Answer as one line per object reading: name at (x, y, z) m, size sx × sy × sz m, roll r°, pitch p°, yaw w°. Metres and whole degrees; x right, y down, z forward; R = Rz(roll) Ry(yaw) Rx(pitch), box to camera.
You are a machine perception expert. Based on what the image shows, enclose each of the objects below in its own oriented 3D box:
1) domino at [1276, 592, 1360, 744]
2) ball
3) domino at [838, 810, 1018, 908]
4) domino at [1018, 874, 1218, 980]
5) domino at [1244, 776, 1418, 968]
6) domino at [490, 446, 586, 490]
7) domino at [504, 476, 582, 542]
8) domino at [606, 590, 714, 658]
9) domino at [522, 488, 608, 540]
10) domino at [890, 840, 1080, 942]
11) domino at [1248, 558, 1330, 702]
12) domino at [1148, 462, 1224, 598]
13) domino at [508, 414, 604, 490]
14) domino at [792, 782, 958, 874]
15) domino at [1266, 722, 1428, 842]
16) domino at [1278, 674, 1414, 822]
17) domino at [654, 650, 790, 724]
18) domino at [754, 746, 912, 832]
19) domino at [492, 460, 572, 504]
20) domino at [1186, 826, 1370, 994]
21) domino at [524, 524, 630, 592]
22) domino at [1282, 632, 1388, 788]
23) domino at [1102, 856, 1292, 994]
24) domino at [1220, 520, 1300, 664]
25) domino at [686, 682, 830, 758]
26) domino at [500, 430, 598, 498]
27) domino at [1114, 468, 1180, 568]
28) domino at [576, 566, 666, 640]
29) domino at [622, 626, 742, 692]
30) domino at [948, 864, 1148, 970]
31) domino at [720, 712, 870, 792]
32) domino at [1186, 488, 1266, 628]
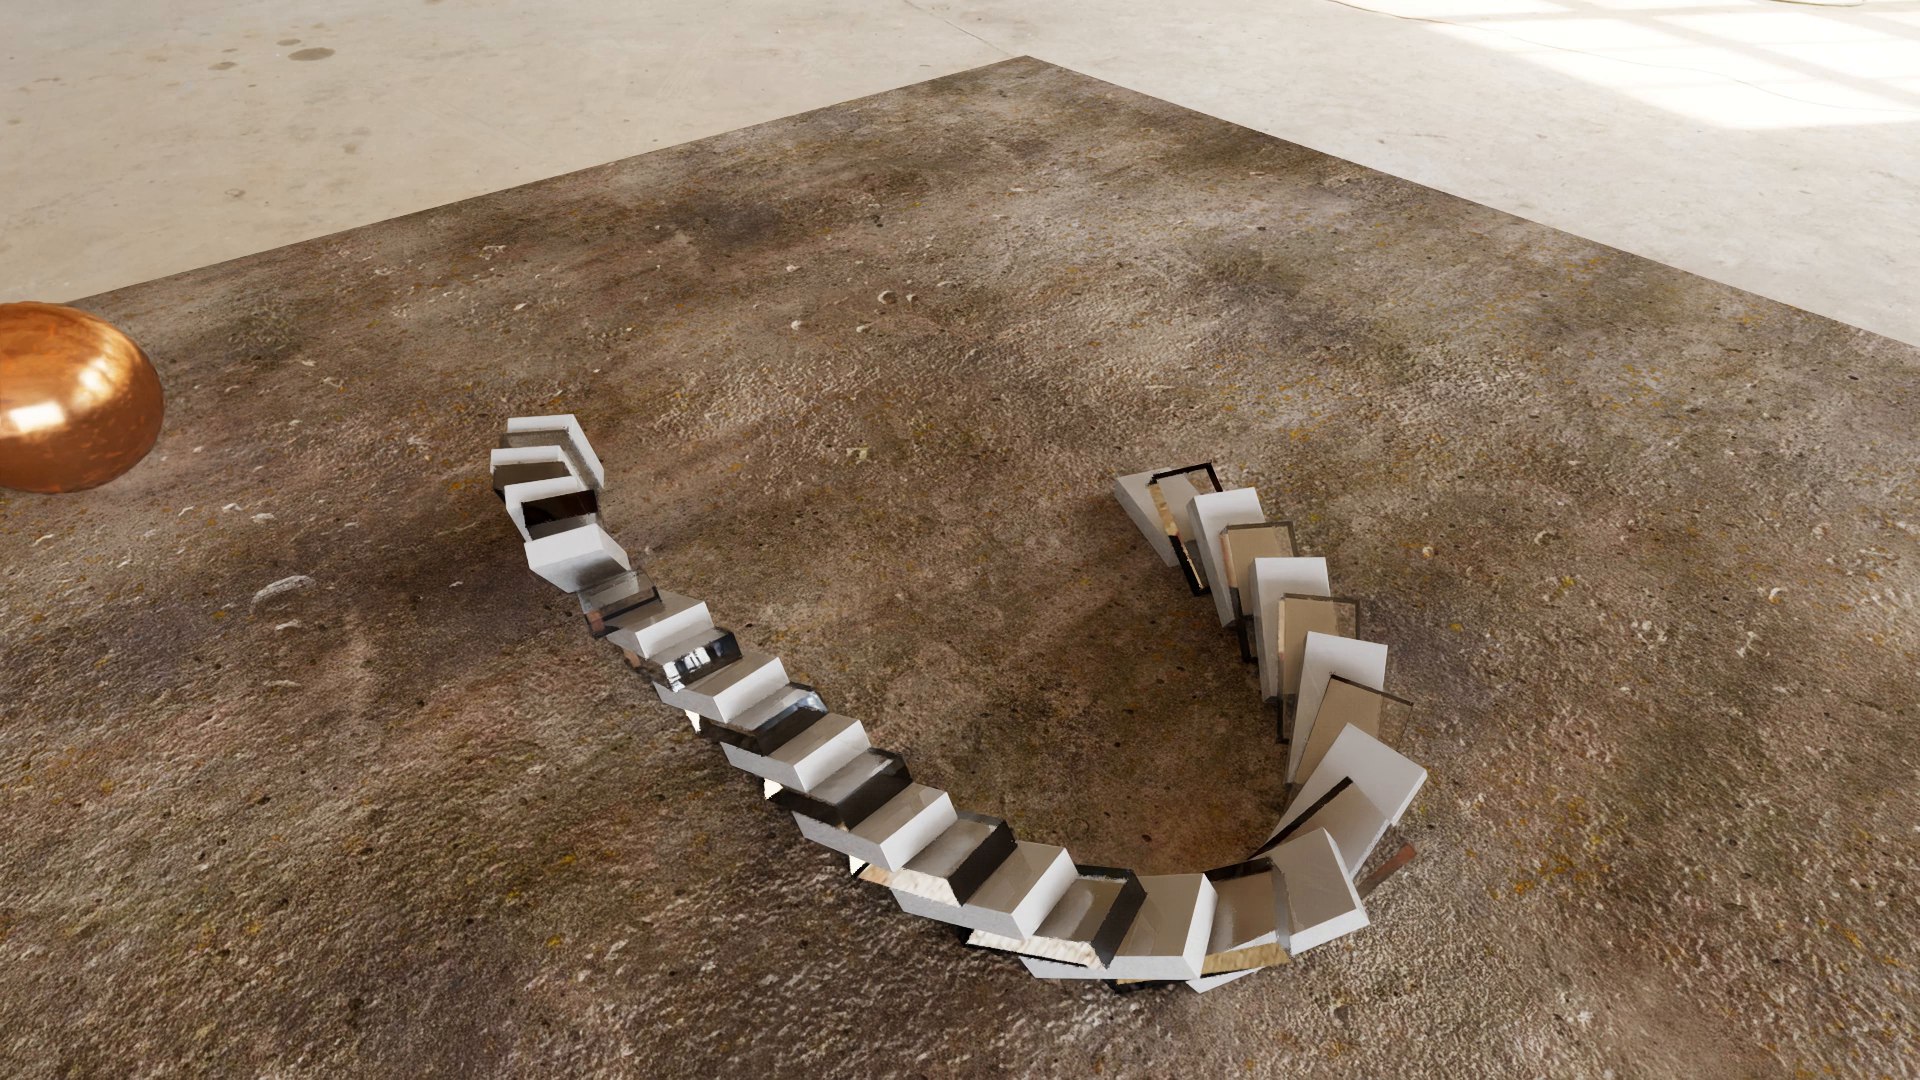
domino at (0.121, 0.044, 0.371) m, size 0.025 × 0.010 × 0.050 m, roll 5°, pitch 70°, yaw 6°
ball at (-0.382, -0.059, 0.460) m, size 0.080 × 0.080 × 0.080 m, roll 0°, pitch 39°, yaw 0°
domino at (-0.010, 0.089, 0.316) m, size 0.050 × 0.010 × 0.025 m, roll -5°, pitch 25°, yaw 49°
domino at (0.042, 0.104, 0.296) m, size 0.050 × 0.009 × 0.025 m, roll -16°, pitch 28°, yaw 36°
domino at (0.099, 0.093, 0.308) m, size 0.050 × 0.010 × 0.025 m, roll -42°, pitch 45°, yaw 7°
domino at (-0.166, -0.021, 0.439) m, size 0.025 × 0.050 × 0.010 m, roll -4°, pitch 68°, yaw -5°
domino at (-0.155, -0.008, 0.422) m, size 0.025 × 0.050 × 0.009 m, roll -10°, pitch 69°, yaw -11°
domino at (-0.108, 0.029, 0.389) m, size 0.025 × 0.009 × 0.050 m, roll -26°, pitch 16°, yaw -28°
domino at (-0.147, -0.002, 0.415) m, size 0.025 × 0.050 × 0.010 m, roll -13°, pitch 69°, yaw -15°
domino at (0.006, 0.095, 0.307) m, size 0.050 × 0.009 × 0.025 m, roll -8°, pitch 25°, yaw 47°
domino at (0.117, 0.031, 0.387) m, size 0.025 × 0.010 × 0.050 m, roll 0°, pitch 69°, yaw 0°
domino at (0.095, -0.005, 0.432) m, size 0.025 × 0.010 × 0.050 m, roll -13°, pitch 68°, yaw -15°
domino at (-0.167, -0.035, 0.456) m, size 0.025 × 0.050 × 0.009 m, roll -4°, pitch 68°, yaw -5°
domino at (-0.026, 0.081, 0.325) m, size 0.025 × 0.009 × 0.050 m, roll -32°, pitch 18°, yaw -33°
domino at (0.111, 0.082, 0.322) m, size 0.025 × 0.010 × 0.050 m, roll 33°, pitch 84°, yaw 33°
domino at (0.118, 0.070, 0.338) m, size 0.025 × 0.010 × 0.050 m, roll 19°, pitch 76°, yaw 22°
domino at (-0.081, 0.047, 0.368) m, size 0.025 × 0.009 × 0.050 m, roll -32°, pitch 19°, yaw -33°
domino at (-0.039, 0.073, 0.336) m, size 0.025 × 0.009 × 0.050 m, roll -32°, pitch 18°, yaw -33°
domino at (-0.161, -0.015, 0.431) m, size 0.025 × 0.050 × 0.010 m, roll -4°, pitch 68°, yaw -5°
domino at (0.082, 0.101, 0.299) m, size 0.050 × 0.009 × 0.025 m, roll -31°, pitch 36°, yaw 18°
domino at (-0.139, 0.007, 0.404) m, size 0.025 × 0.050 × 0.009 m, roll -16°, pitch 80°, yaw -8°
domino at (0.121, 0.057, 0.354) m, size 0.025 × 0.010 × 0.050 m, roll 10°, pitch 72°, yaw 12°
domino at (0.062, 0.104, 0.296) m, size 0.050 × 0.010 × 0.025 m, roll -23°, pitch 32°, yaw 27°
domino at (0.113, 0.019, 0.402) m, size 0.025 × 0.010 × 0.050 m, roll -4°, pitch 70°, yaw -5°
domino at (-0.067, 0.056, 0.357) m, size 0.025 × 0.009 × 0.050 m, roll -32°, pitch 19°, yaw -33°
domino at (-0.166, -0.028, 0.447) m, size 0.025 × 0.050 × 0.009 m, roll -4°, pitch 68°, yaw -5°
domino at (0.087, -0.010, 0.456) m, size 0.025 × 0.010 × 0.050 m, roll -13°, pitch 41°, yaw -15°
domino at (-0.123, 0.022, 0.396) m, size 0.025 × 0.009 × 0.050 m, roll -23°, pitch 15°, yaw -18°
domino at (-0.096, 0.038, 0.378) m, size 0.025 × 0.010 × 0.050 m, roll -26°, pitch 16°, yaw -28°
domino at (0.023, 0.101, 0.300) m, size 0.050 × 0.010 × 0.025 m, roll -11°, pitch 27°, yaw 43°
domino at (-0.053, 0.064, 0.346) m, size 0.025 × 0.009 × 0.050 m, roll -32°, pitch 19°, yaw -33°
domino at (0.106, 0.006, 0.417) m, size 0.025 × 0.010 × 0.050 m, roll -9°, pitch 71°, yaw -11°
